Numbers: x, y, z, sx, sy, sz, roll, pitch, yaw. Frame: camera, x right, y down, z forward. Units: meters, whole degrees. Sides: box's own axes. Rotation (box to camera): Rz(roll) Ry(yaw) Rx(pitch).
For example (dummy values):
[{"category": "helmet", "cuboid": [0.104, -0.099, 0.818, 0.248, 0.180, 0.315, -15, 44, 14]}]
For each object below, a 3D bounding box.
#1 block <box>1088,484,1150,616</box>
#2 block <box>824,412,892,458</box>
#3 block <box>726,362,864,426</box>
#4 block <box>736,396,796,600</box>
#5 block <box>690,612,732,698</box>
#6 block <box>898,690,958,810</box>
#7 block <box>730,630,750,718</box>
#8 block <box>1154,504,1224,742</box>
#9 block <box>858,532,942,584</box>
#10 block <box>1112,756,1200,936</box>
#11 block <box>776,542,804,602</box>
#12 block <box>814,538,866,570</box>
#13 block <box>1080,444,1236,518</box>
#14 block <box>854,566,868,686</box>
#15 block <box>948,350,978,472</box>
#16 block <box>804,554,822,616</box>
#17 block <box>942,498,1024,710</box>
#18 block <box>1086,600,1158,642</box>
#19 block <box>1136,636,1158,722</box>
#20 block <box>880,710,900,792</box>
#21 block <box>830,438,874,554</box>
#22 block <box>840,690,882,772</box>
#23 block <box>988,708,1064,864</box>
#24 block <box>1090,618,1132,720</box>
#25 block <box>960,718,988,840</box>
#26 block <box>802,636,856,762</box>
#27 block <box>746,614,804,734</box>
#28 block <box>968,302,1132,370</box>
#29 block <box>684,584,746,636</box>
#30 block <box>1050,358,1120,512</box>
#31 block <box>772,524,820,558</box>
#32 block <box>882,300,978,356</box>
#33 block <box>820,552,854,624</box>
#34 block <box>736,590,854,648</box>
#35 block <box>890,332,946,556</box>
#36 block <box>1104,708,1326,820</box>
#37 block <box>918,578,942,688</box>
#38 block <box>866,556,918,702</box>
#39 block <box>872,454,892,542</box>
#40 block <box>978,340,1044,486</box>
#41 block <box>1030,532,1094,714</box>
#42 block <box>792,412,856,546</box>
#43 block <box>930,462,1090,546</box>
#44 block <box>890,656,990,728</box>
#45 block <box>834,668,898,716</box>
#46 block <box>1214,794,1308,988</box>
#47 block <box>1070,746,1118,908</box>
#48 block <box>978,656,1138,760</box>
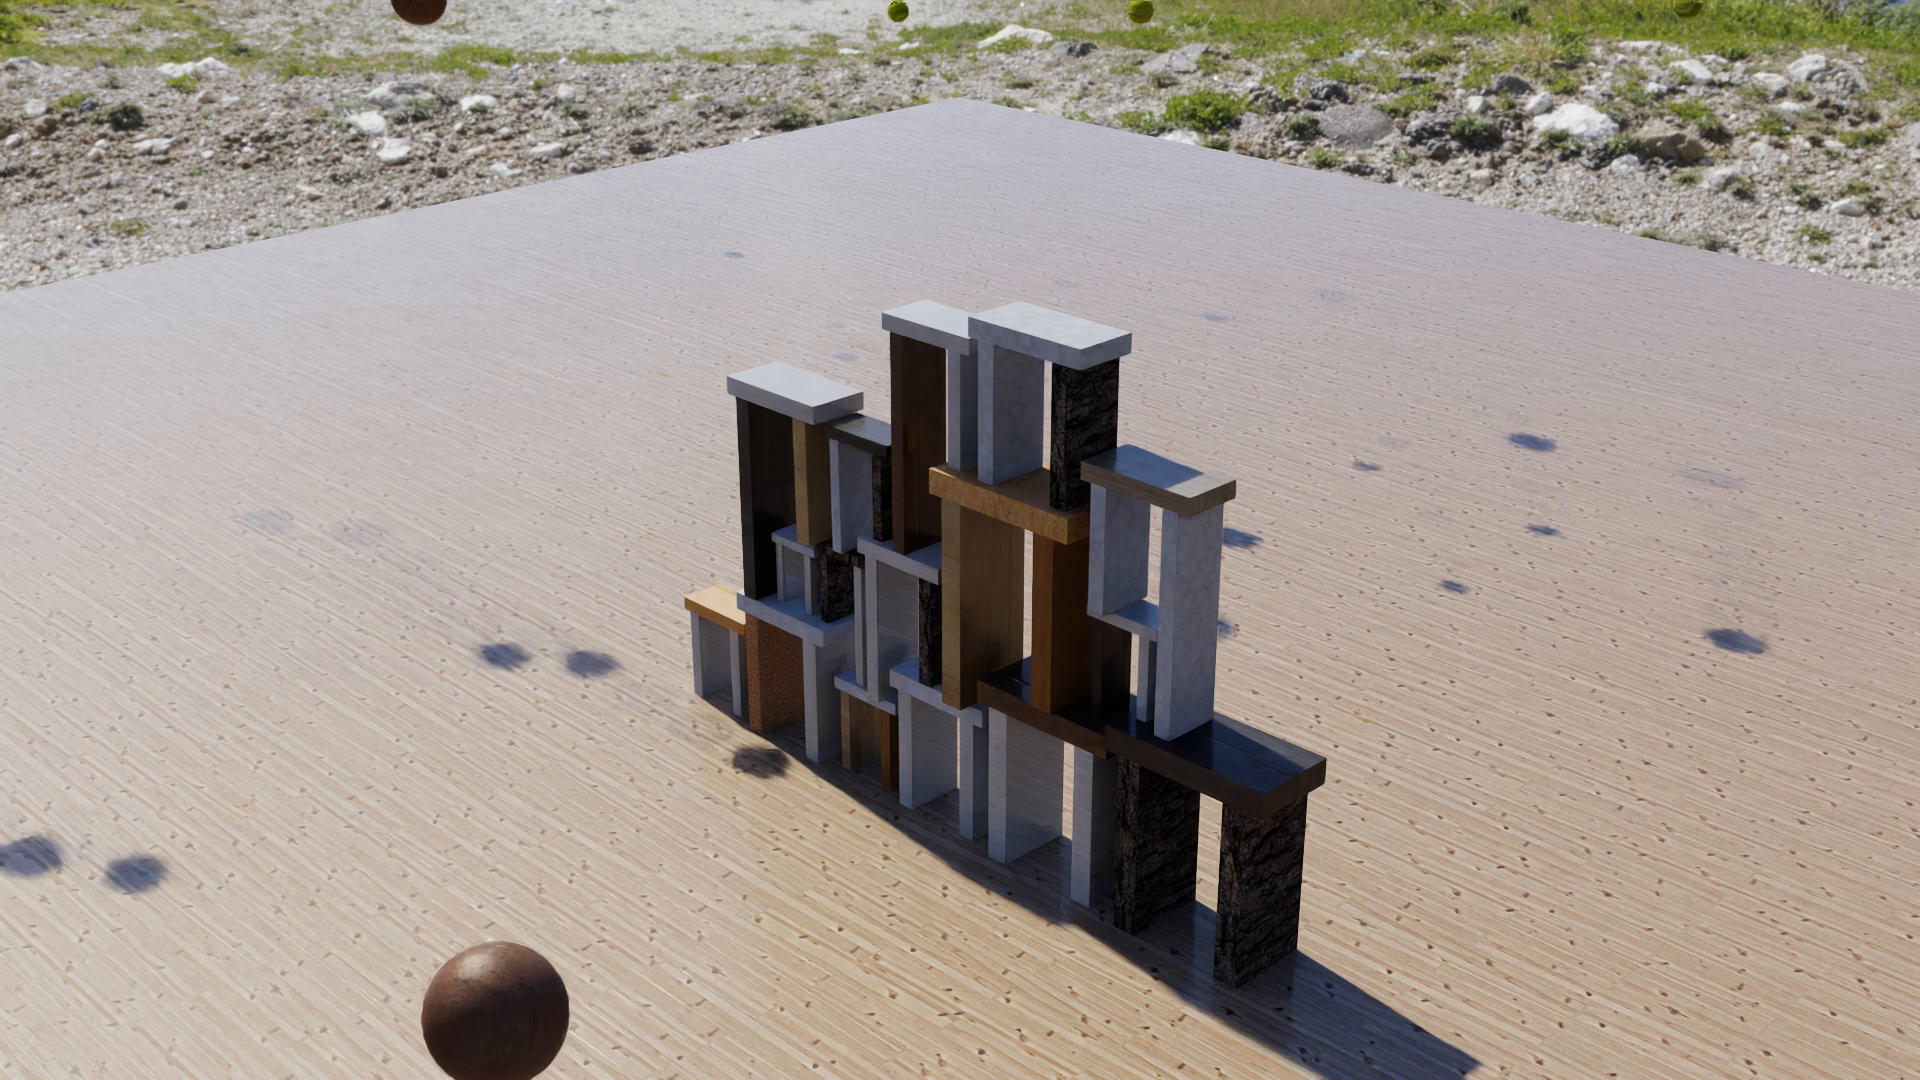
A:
[{"category": "block", "cuboid": [0.284, 0.002, 3.915, 0.035, 0.247, 0.123, 21, 31, 41]}, {"category": "block", "cuboid": [-0.174, -0.206, 4.325, 0.181, 0.026, 0.090, 21, 31, 40]}, {"category": "block", "cuboid": [-0.336, -0.300, 4.463, 0.134, 0.038, 0.268, -21, 31, -40]}, {"category": "block", "cuboid": [-0.397, -0.101, 4.616, 0.038, 0.446, 0.134, 21, 31, 41]}, {"category": "block", "cuboid": [-0.551, 0.241, 4.932, 0.029, 0.203, 0.102, 21, 31, 41]}, {"category": "block", "cuboid": [-0.064, 0.405, 4.472, 0.037, 0.260, 0.130, 21, 31, 41]}, {"category": "block", "cuboid": [-0.455, 0.279, 4.843, 0.029, 0.203, 0.102, 21, 31, 41]}, {"category": "block", "cuboid": [0.400, 0.134, 3.844, 0.035, 0.435, 0.123, 21, 31, 41]}, {"category": "block", "cuboid": [-0.083, 0.025, 4.318, 0.114, 0.032, 0.228, -21, 31, -41]}, {"category": "block", "cuboid": [0.364, 0.533, 4.048, 0.051, 0.357, 0.179, 21, 31, 41]}, {"category": "block", "cuboid": [-0.355, 0.060, 4.637, 0.019, 0.133, 0.067, 21, 31, 41]}, {"category": "block", "cuboid": [-0.216, 0.020, 4.475, 0.078, 0.022, 0.156, -22, 31, -40]}, {"category": "block", "cuboid": [0.342, -0.105, 3.807, 0.123, 0.035, 0.247, -21, 31, -40]}, {"category": "block", "cuboid": [-0.179, 0.166, 4.496, 0.078, 0.265, 0.022, -21, 31, -40]}, {"category": "block", "cuboid": [0.030, -0.253, 4.084, 0.115, 0.230, 0.033, -21, 31, -41]}, {"category": "block", "cuboid": [-0.292, 0.084, 4.579, 0.019, 0.133, 0.067, 21, 31, 41]}, {"category": "block", "cuboid": [0.045, 0.101, 4.217, 0.175, 0.426, 0.049, -21, 31, -40]}, {"category": "block", "cuboid": [0.317, 0.136, 3.945, 0.082, 0.023, 0.165, -21, 31, -41]}, {"category": "block", "cuboid": [0.355, 0.237, 3.946, 0.082, 0.165, 0.023, -21, 31, -41]}, {"category": "block", "cuboid": [-0.120, 0.420, 4.538, 0.026, 0.183, 0.091, 21, 31, 41]}, {"category": "block", "cuboid": [-0.217, -0.100, 4.417, 0.090, 0.243, 0.026, -22, 31, -40]}, {"category": "block", "cuboid": [-0.207, 0.386, 4.617, 0.026, 0.183, 0.091, 21, 31, 41]}, {"category": "block", "cuboid": [0.129, 0.451, 4.277, 0.046, 0.328, 0.164, 21, 31, 41]}, {"category": "block", "cuboid": [0.278, 0.223, 4.024, 0.023, 0.199, 0.082, 21, 31, 40]}, {"category": "block", "cuboid": [0.058, 0.453, 4.359, 0.037, 0.260, 0.130, 21, 31, 41]}, {"category": "block", "cuboid": [-0.264, 0.319, 4.652, 0.039, 0.278, 0.139, 21, 31, 41]}, {"category": "block", "cuboid": [-0.395, 0.268, 4.773, 0.039, 0.278, 0.139, 21, 31, 41]}, {"category": "block", "cuboid": [0.158, -0.364, 3.901, 0.270, 0.038, 0.135, 21, 31, 40]}, {"category": "block", "cuboid": [-0.503, 0.153, 4.842, 0.203, 0.029, 0.102, 21, 31, 41]}, {"category": "block", "cuboid": [0.221, -0.197, 3.902, 0.135, 0.270, 0.038, -21, 31, -41]}, {"category": "block", "cuboid": [-0.324, 0.002, 4.579, 0.133, 0.019, 0.067, 21, 31, 41]}, {"category": "block", "cuboid": [-0.025, -0.395, 4.082, 0.230, 0.033, 0.115, 21, 31, 41]}, {"category": "block", "cuboid": [-0.252, 0.087, 4.543, 0.022, 0.156, 0.078, 21, 31, 41]}, {"category": "block", "cuboid": [-0.329, 0.147, 4.651, 0.278, 0.039, 0.139, 21, 31, 41]}, {"category": "block", "cuboid": [-0.079, -0.196, 4.226, 0.115, 0.446, 0.033, -21, 31, -41]}, {"category": "block", "cuboid": [0.448, 0.378, 3.891, 0.357, 0.051, 0.179, 21, 31, 41]}, {"category": "block", "cuboid": [-0.029, 0.165, 4.320, 0.114, 0.228, 0.032, -21, 31, -41]}, {"category": "block", "cuboid": [-0.136, 0.164, 4.436, 0.032, 0.316, 0.114, 21, 31, 41]}, {"category": "block", "cuboid": [-0.130, -0.094, 4.326, 0.090, 0.181, 0.026, -21, 31, -41]}, {"category": "block", "cuboid": [0.094, -0.247, 4.019, 0.038, 0.270, 0.135, 21, 31, 40]}, {"category": "block", "cuboid": [0.210, 0.130, 4.051, 0.049, 0.349, 0.175, 21, 31, 41]}, {"category": "block", "cuboid": [-0.272, -0.134, 4.465, 0.134, 0.268, 0.038, -22, 31, -40]}, {"category": "block", "cuboid": [0.127, -0.086, 4.049, 0.175, 0.049, 0.349, -21, 31, -41]}, {"category": "block", "cuboid": [-0.003, 0.293, 4.358, 0.130, 0.037, 0.260, -21, 31, -41]}, {"category": "block", "cuboid": [-0.164, 0.307, 4.537, 0.183, 0.026, 0.091, 21, 31, 41]}, {"category": "block", "cuboid": [0.533, 0.598, 3.893, 0.051, 0.357, 0.179, 21, 31, 41]}, {"category": "block", "cuboid": [0.284, 0.512, 4.135, 0.046, 0.328, 0.164, 21, 31, 41]}, {"category": "block", "cuboid": [0.207, 0.309, 4.133, 0.328, 0.046, 0.164, 21, 31, 41]}]
